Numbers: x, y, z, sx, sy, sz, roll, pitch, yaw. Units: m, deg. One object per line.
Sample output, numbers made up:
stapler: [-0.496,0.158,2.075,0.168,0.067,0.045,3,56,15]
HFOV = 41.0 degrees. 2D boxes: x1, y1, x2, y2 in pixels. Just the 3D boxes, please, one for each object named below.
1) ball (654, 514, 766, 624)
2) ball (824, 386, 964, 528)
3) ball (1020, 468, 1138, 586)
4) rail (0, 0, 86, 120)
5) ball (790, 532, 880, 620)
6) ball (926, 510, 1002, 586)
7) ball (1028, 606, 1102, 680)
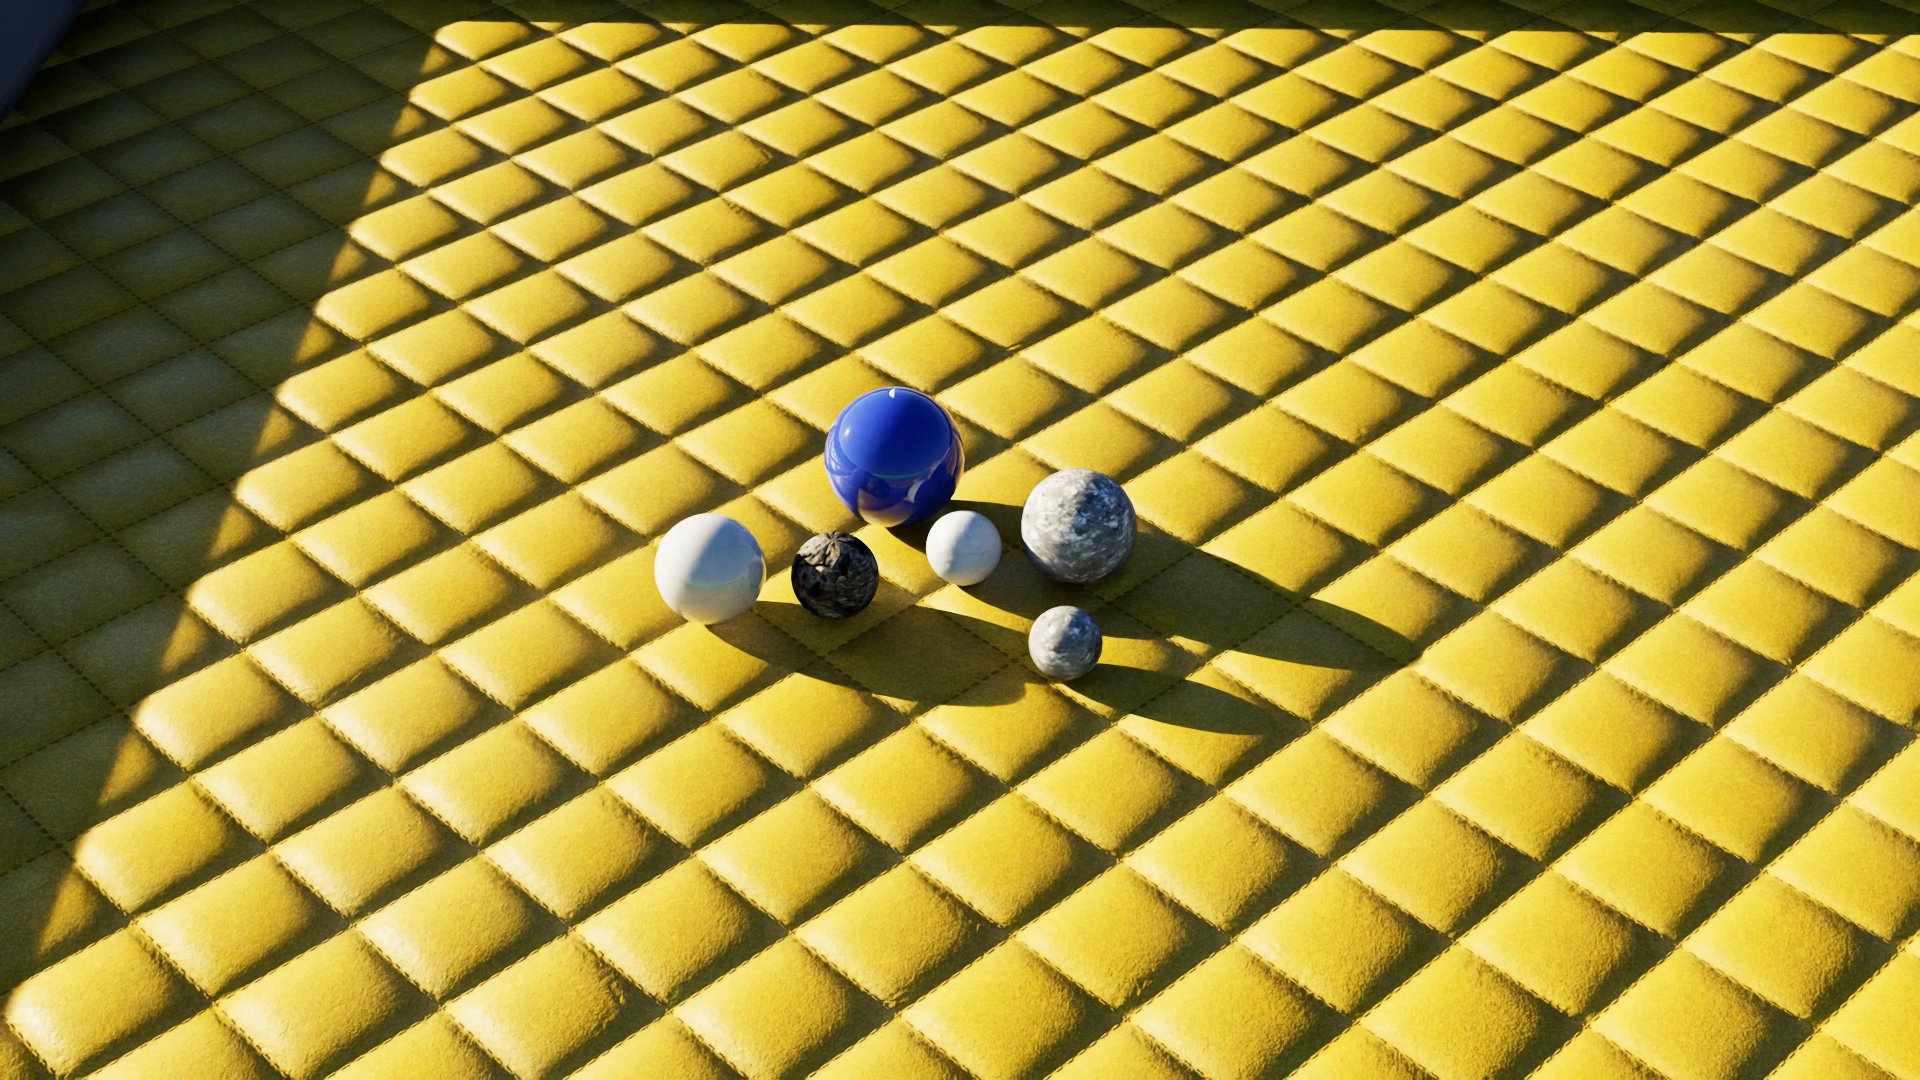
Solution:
ball: [-0.163,0.019,1.674,0.073,0.073,0.073,0,36,0]
ball: [-0.045,-0.057,1.758,0.097,0.097,0.097,0,36,0]
ball: [0.079,-0.009,1.707,0.078,0.078,0.078,0,36,0]
rail: [-0.843,-0.035,1.702,0.045,0.125,2.046,1,36,1]
ball: [-0.082,0.023,1.680,0.058,0.058,0.058,0,36,0]
ball: [0.003,0.005,1.711,0.051,0.051,0.051,0,36,0]
ball: [0.067,0.065,1.631,0.047,0.047,0.047,0,36,0]
